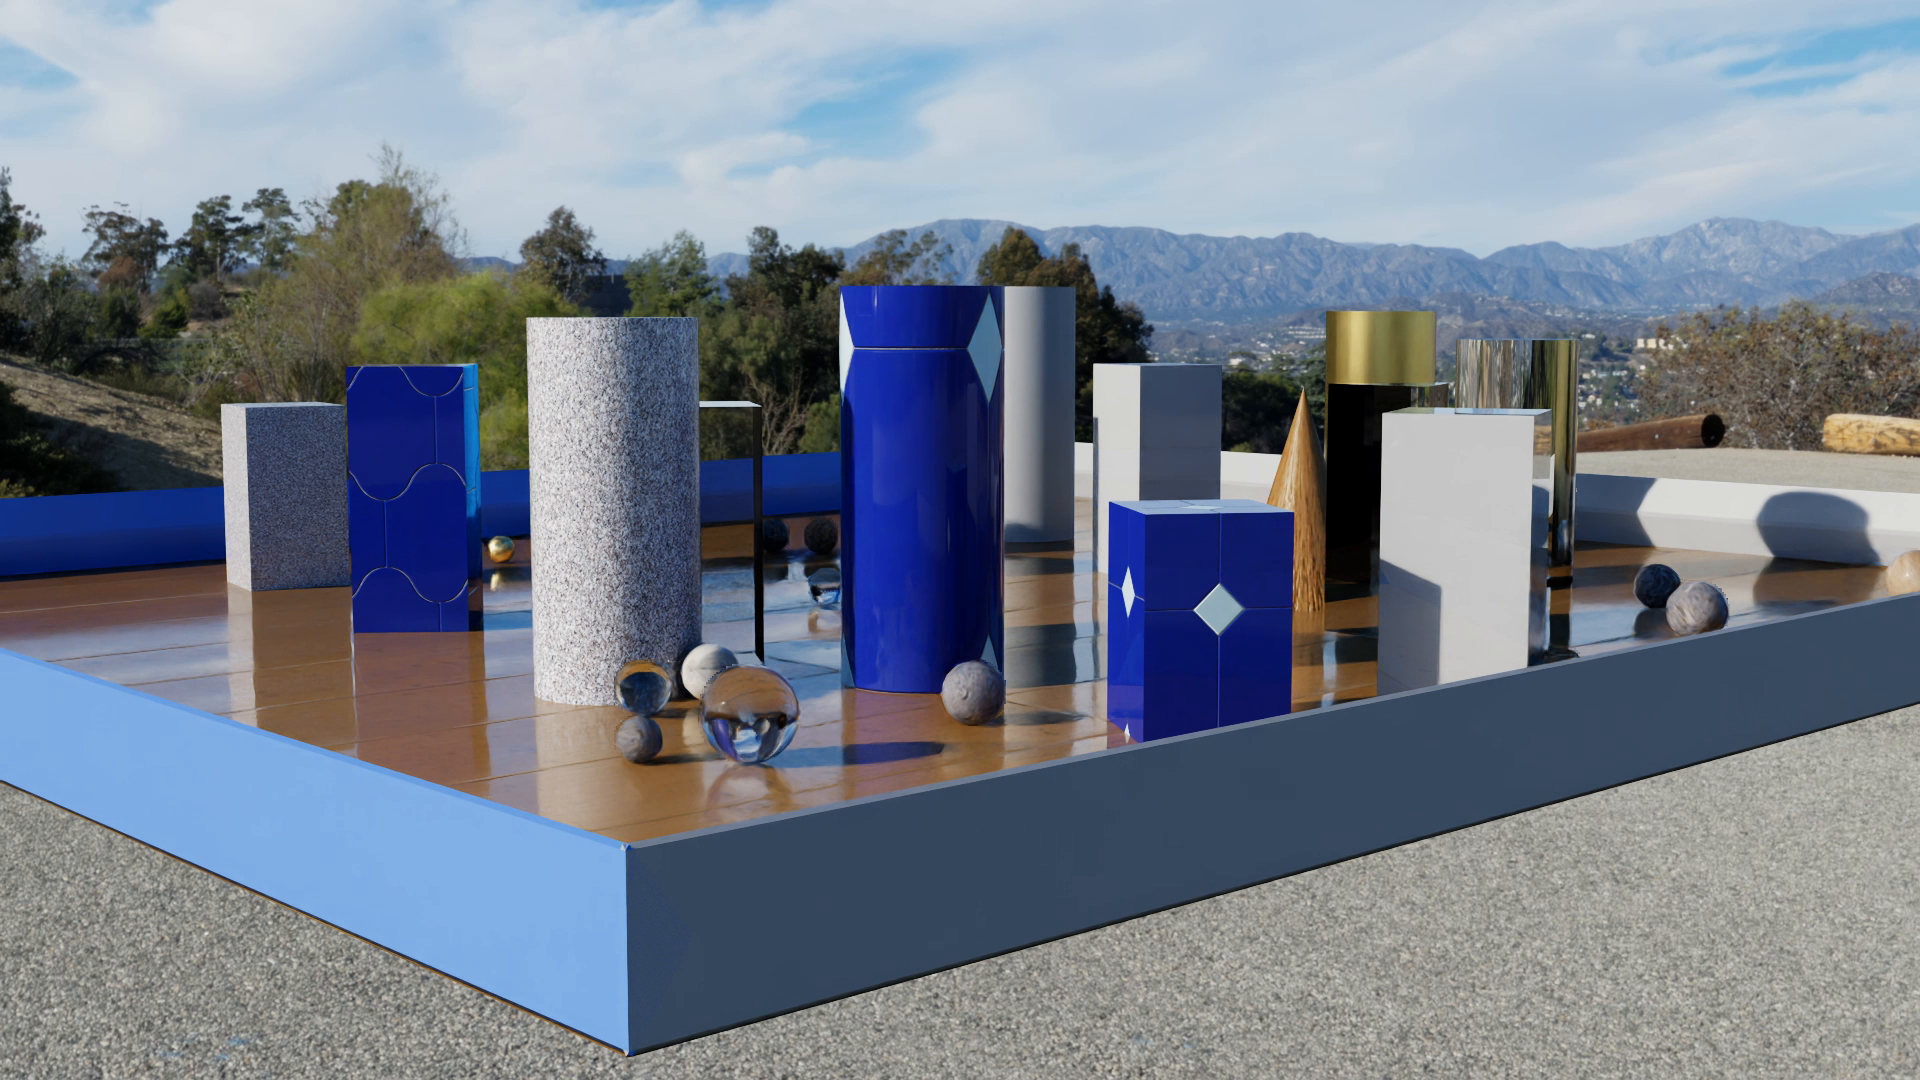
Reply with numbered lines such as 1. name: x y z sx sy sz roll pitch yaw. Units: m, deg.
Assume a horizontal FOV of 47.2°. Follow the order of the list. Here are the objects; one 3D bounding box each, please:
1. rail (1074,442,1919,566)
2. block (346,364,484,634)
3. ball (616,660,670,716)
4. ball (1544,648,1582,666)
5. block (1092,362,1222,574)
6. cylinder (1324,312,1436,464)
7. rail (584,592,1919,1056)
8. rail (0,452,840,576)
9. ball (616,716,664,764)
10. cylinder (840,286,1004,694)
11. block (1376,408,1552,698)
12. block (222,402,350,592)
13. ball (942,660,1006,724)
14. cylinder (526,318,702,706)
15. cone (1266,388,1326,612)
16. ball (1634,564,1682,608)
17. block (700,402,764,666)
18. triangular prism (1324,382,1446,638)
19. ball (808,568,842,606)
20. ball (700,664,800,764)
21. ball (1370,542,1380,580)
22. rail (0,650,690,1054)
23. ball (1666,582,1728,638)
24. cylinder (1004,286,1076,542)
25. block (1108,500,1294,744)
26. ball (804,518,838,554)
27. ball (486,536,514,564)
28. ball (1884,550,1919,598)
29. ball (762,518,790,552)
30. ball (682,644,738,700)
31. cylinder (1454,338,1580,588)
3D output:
1. rail: 1.104 -0.073 4.345 0.045 0.128 2.723 -5 8 -42
2. block: -0.767 -0.063 3.108 0.157 0.368 0.157 -1 6 -5
3. ball: -0.349 0.163 2.420 0.061 0.061 0.061 0 6 0
4. ball: 0.678 0.154 2.488 0.065 0.065 0.065 0 6 0
5. block: 0.332 -0.120 3.720 0.157 0.354 0.157 -3 7 -25
6. cylinder: 0.761 -0.193 3.997 0.197 0.443 0.197 0 6 0
7. rail: 0.907 0.135 2.354 3.052 0.128 0.045 -5 8 -42
8. rail: -0.907 -0.069 4.310 3.052 0.128 0.045 -5 8 -42
9. ball: -0.316 0.197 2.168 0.046 0.046 0.046 0 6 0
10. cylinder: -0.045 -0.066 2.631 0.197 0.472 0.197 0 6 0
11. block: 0.552 0.027 2.404 0.157 0.335 0.157 2 6 21
12. block: -1.100 -0.075 3.585 0.157 0.292 0.157 -4 7 -32
13. ball: 0.014 0.164 2.370 0.069 0.069 0.069 0 6 0
14. cylinder: -0.401 -0.040 2.560 0.197 0.436 0.197 0 6 0
15. cone: 0.520 -0.069 3.343 0.197 0.330 0.197 0 6 0
16. ball: 1.043 0.069 3.289 0.068 0.068 0.068 0 6 0
17. block: -0.339 -0.010 2.804 0.157 0.326 0.157 -1 6 -11
18. triangular prism: 0.619 -0.043 3.033 0.148 0.344 0.170 -5 8 -39
19. ball: -0.202 0.070 3.327 0.057 0.057 0.057 0 6 0
20. ball: -0.207 0.171 2.165 0.098 0.098 0.098 0 6 0
21. ball: 0.704 0.034 3.562 0.080 0.080 0.080 0 6 0
22. rail: -1.104 0.139 2.319 0.045 0.128 2.723 -5 8 -42
23. ball: 0.994 0.096 2.967 0.081 0.081 0.081 0 6 0
24. cylinder: 0.127 -0.249 4.305 0.197 0.489 0.197 0 6 0
25. block: 0.252 0.083 2.330 0.157 0.239 0.157 -1 6 -10
26. ball: -0.255 -0.007 4.035 0.064 0.064 0.064 0 6 0
27. ball: -0.811 0.016 3.883 0.049 0.049 0.049 0 6 0
28. ball: 1.410 0.061 3.234 0.095 0.095 0.095 0 6 0
29. ball: -0.346 -0.008 4.060 0.062 0.062 0.062 0 6 0
30. ball: -0.284 0.151 2.507 0.066 0.066 0.066 0 6 0
31. cylinder: 0.911 -0.131 3.613 0.197 0.397 0.197 0 6 0
